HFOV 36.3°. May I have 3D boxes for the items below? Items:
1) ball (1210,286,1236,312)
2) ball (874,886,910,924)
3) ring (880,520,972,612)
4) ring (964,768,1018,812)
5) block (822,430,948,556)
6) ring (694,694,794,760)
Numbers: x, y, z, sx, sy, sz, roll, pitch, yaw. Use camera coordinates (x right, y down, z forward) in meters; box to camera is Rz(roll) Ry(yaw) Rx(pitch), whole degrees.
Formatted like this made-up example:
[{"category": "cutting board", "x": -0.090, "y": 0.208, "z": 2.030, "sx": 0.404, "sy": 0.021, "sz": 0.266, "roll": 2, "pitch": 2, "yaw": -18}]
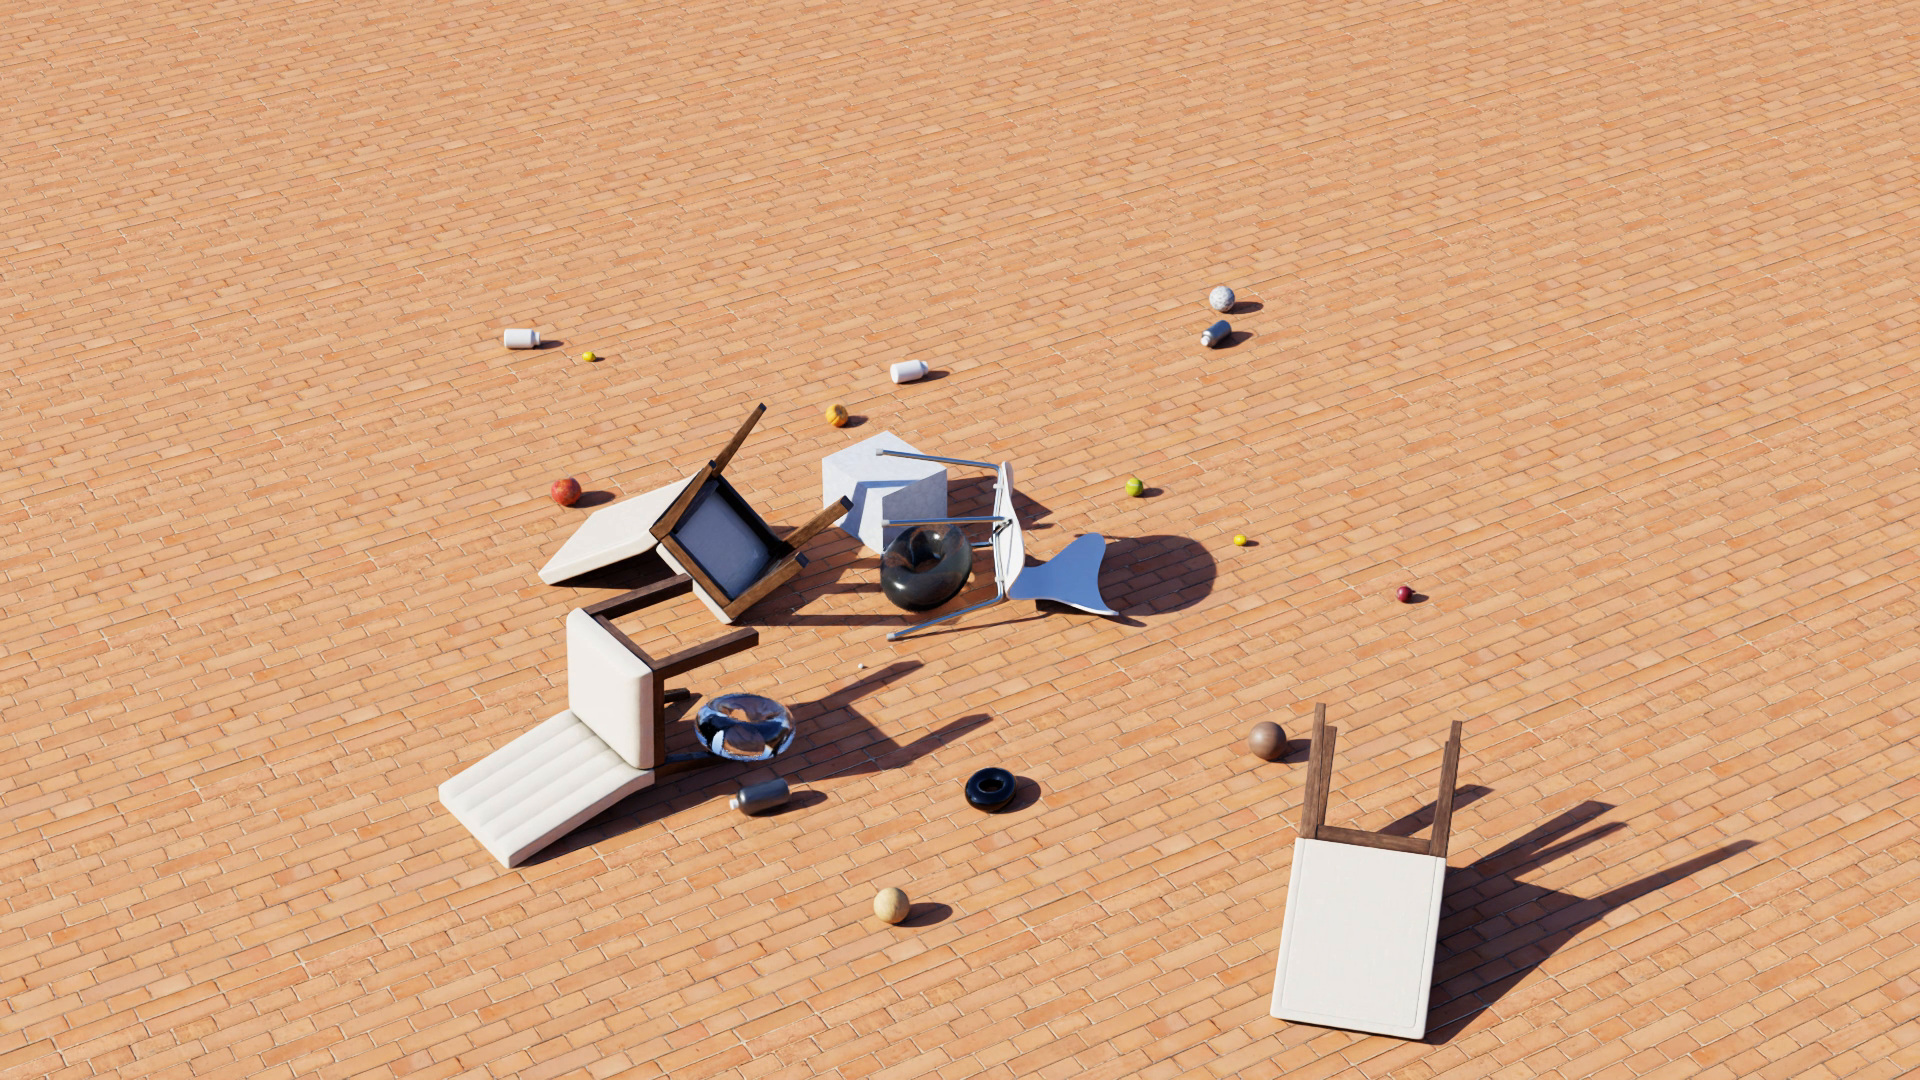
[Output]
[{"category": "ball", "x": 1.109, "y": -1.019, "z": 12.393, "sx": 0.108, "sy": 0.108, "sz": 0.108, "roll": 0, "pitch": 33, "yaw": 0}, {"category": "ball", "x": -0.212, "y": 1.136, "z": 9.117, "sx": 0.113, "sy": 0.113, "sz": 0.113, "roll": 0, "pitch": 33, "yaw": 0}, {"category": "ring", "x": -0.122, "y": 0.093, "z": 10.630, "sx": 0.331, "sy": 0.145, "sz": 0.415, "roll": 7, "pitch": 46, "yaw": 21}, {"category": "ring", "x": 0.102, "y": 0.820, "z": 9.643, "sx": 0.173, "sy": 0.064, "sz": 0.208, "roll": 11, "pitch": 34, "yaw": 18}, {"category": "block", "x": -0.281, "y": -0.177, "z": 10.977, "sx": 0.311, "sy": 0.259, "sz": 0.354, "roll": -25, "pitch": 41, "yaw": -33}, {"category": "ring", "x": -0.719, "y": 0.625, "z": 9.816, "sx": 0.323, "sy": 0.133, "sz": 0.369, "roll": 22, "pitch": 22, "yaw": 27}]
